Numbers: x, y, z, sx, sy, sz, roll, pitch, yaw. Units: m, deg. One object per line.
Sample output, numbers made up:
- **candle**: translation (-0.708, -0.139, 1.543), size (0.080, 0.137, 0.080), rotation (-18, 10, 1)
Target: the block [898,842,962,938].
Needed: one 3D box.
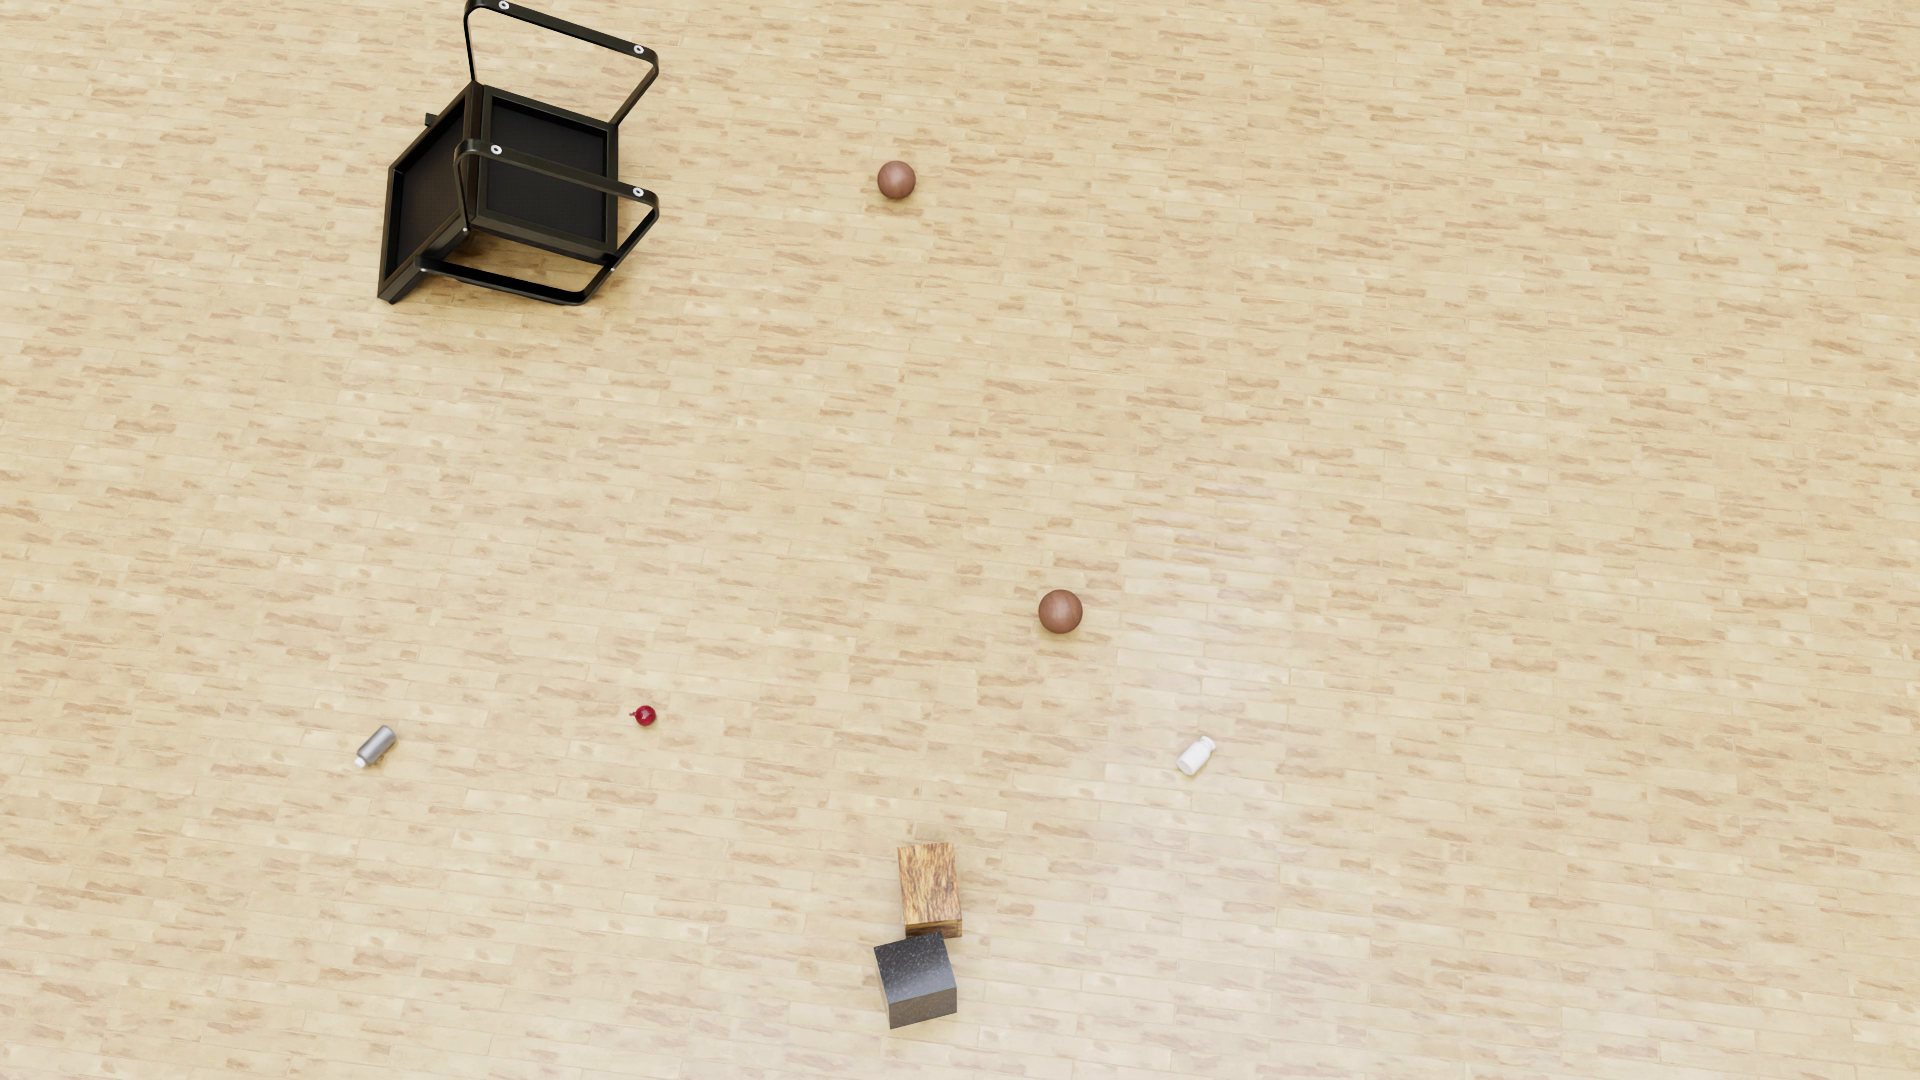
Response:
- **block**: translation (-0.081, 0.940, 5.871), size (0.150, 0.119, 0.224), rotation (-5, 56, -4)

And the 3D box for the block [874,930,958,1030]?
- **block**: translation (-0.116, 1.141, 5.703), size (0.180, 0.175, 0.160), rotation (-13, 57, -8)
